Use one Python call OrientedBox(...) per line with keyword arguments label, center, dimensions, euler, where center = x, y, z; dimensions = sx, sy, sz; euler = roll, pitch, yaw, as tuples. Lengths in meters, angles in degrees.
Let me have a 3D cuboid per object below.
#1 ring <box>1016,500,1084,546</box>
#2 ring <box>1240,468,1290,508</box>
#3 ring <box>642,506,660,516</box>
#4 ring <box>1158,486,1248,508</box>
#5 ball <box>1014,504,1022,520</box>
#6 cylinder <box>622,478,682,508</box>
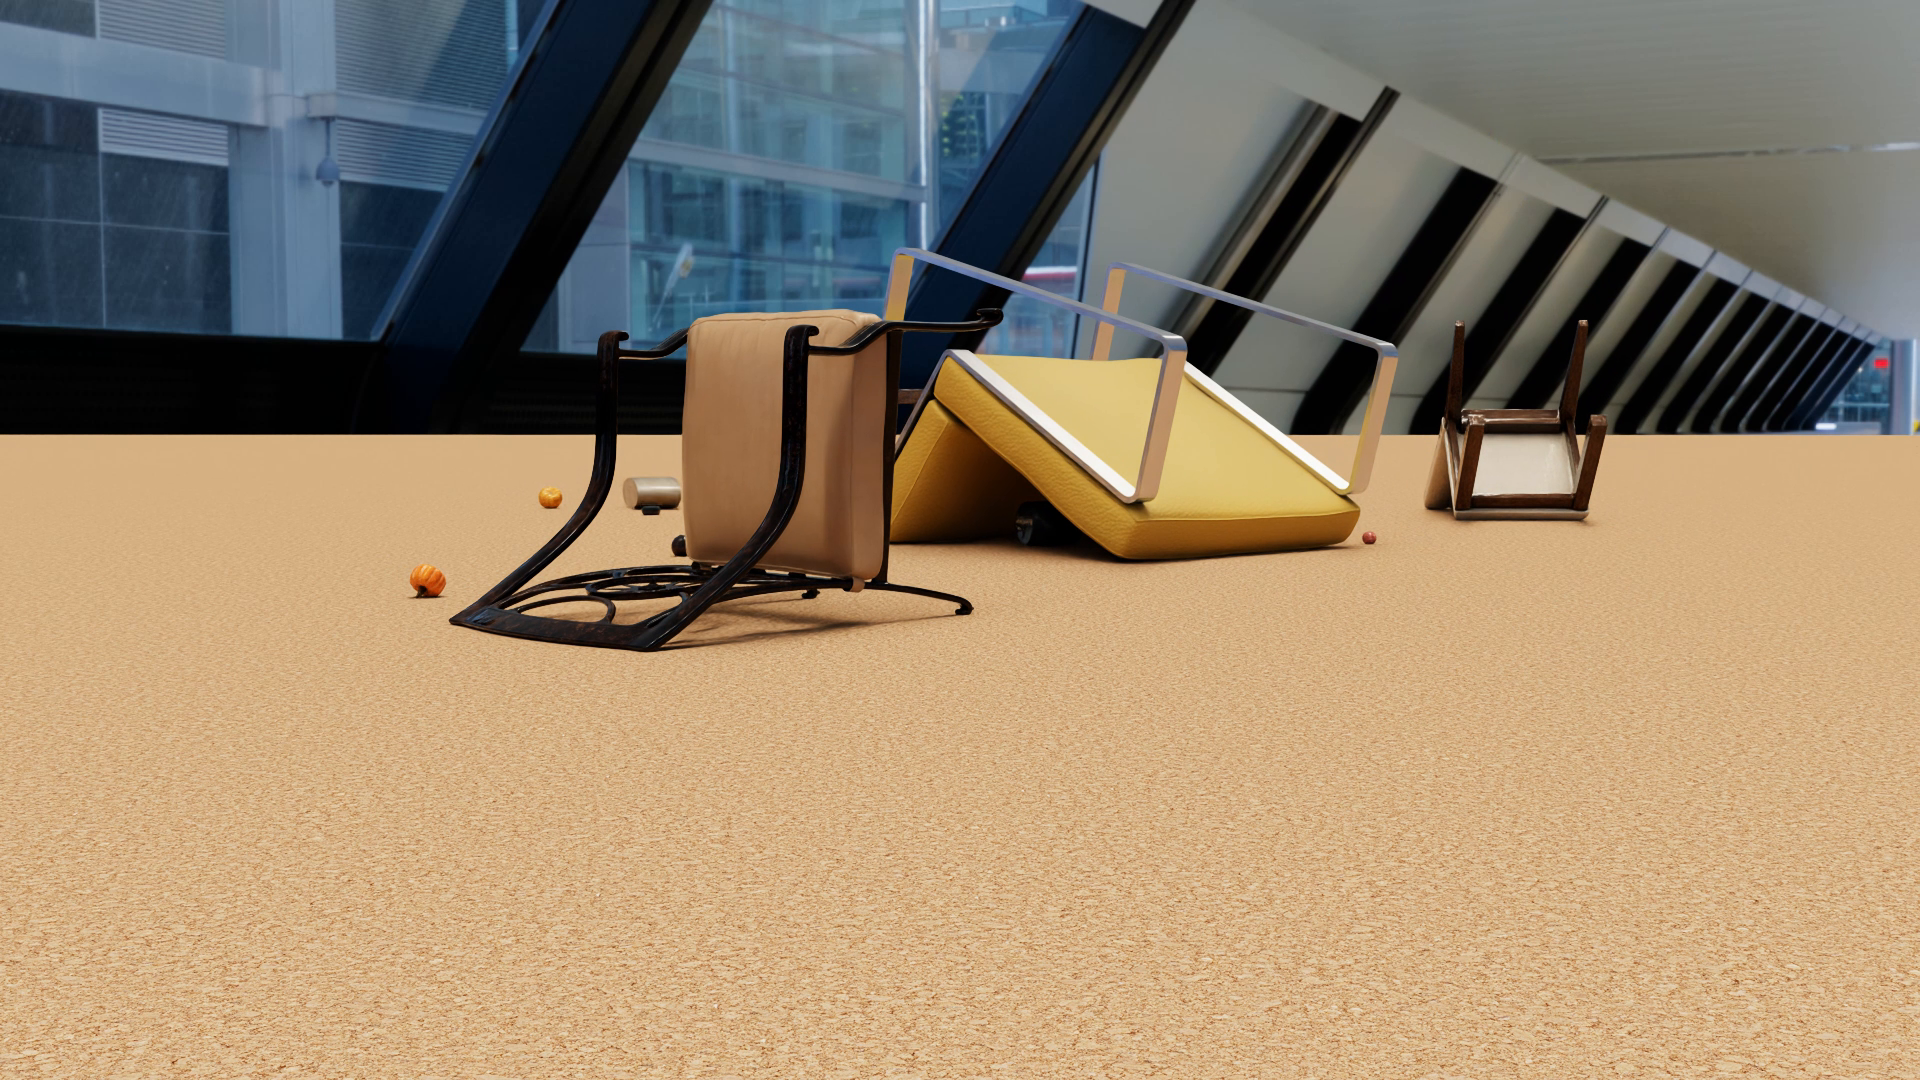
OrientedBox(label="ring", center=(0.259, -0.049, 6.356), dimensions=(0.186, 0.127, 0.244), euler=(0, 2, 27))
OrientedBox(label="ring", center=(1.152, -0.196, 8.319), dimensions=(0.183, 0.105, 0.212), euler=(36, 14, 32))
OrientedBox(label="ring", center=(-1.104, -0.105, 7.860), dimensions=(0.061, 0.031, 0.093), euler=(2, 3, 17))
OrientedBox(label="ring", center=(0.926, -0.164, 8.403), dimensions=(0.305, 0.074, 0.386), euler=(-2, 4, -37))
OrientedBox(label="ball", center=(0.213, -0.083, 7.221), dimensions=(0.074, 0.074, 0.074), euler=(0, 4, 0))
OrientedBox(label="cylinder", center=(-1.165, -0.178, 8.303), dimensions=(0.163, 0.114, 0.308), euler=(-1, 4, -19))
